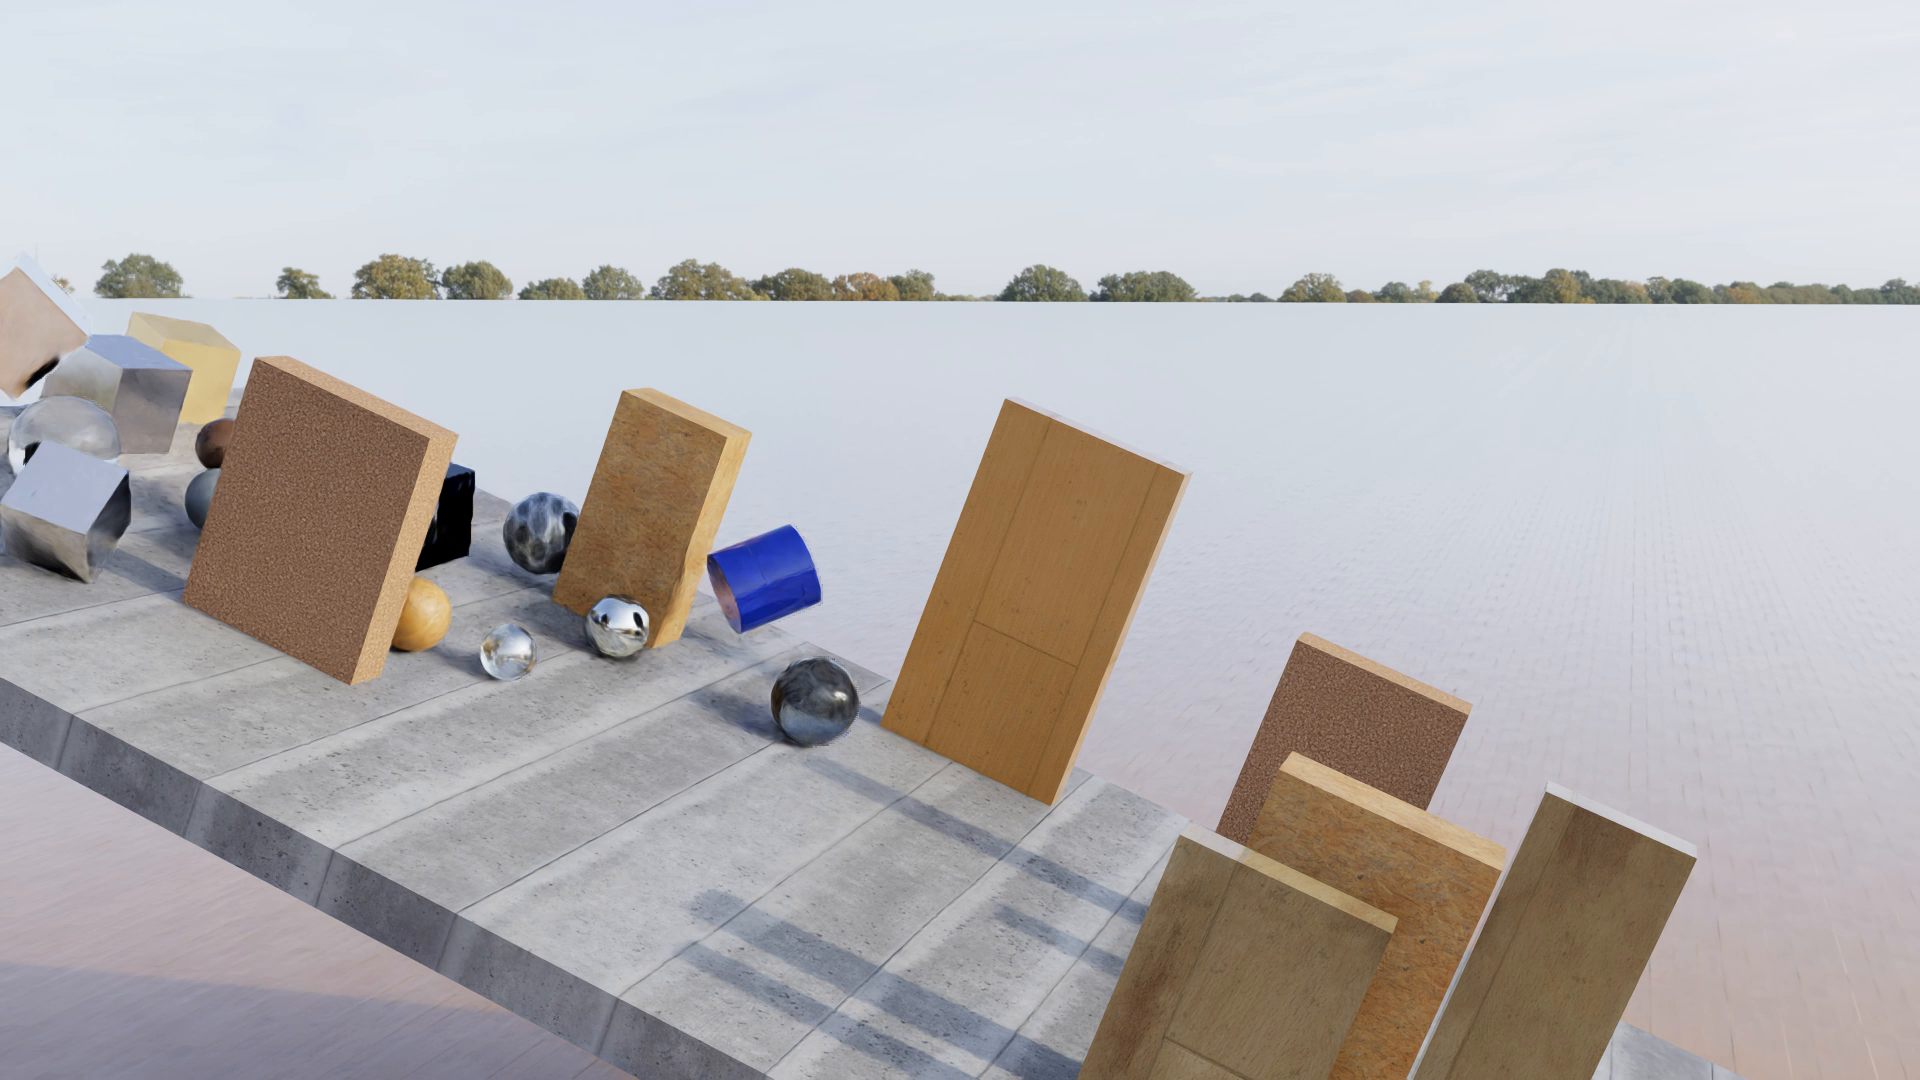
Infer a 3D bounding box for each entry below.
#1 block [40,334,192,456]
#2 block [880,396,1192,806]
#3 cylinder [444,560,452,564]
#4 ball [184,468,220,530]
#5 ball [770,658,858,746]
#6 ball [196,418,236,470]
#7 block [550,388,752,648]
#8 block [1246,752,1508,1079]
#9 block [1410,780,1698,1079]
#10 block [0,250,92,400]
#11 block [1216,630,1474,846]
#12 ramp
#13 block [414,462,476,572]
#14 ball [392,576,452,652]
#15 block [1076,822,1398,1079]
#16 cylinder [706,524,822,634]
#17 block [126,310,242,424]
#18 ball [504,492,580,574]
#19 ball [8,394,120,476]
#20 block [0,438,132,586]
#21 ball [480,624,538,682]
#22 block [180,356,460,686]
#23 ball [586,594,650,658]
[{"bbox_3d":[-1.825,-0.314,4.745,0.199,0.199,0.199,26,13,21],"label":"block"},{"bbox_3d":[0.158,0.132,4.740,0.419,0.778,0.087,24,13,13],"label":"block"},{"bbox_3d":[-1.159,-0.025,4.650,0.163,0.163,0.163,5,6,34],"label":"cylinder"},{"bbox_3d":[-1.493,-0.078,4.436,0.135,0.135,0.135,0,7,0],"label":"ball"},{"bbox_3d":[-0.300,0.332,4.533,0.181,0.181,0.181,0,7,0],"label":"ball"},{"bbox_3d":[-1.502,-0.190,4.502,0.120,0.120,0.120,0,7,0],"label":"ball"},{"bbox_3d":[-0.674,-0.050,4.805,0.261,0.498,0.141,24,13,13],"label":"block"},{"bbox_3d":[0.545,0.689,3.383,0.353,0.623,0.134,24,13,13],"label":"block"},{"bbox_3d":[1.017,0.762,3.817,0.266,0.631,0.089,24,13,13],"label":"block"},{"bbox_3d":[-1.847,-0.423,4.314,0.187,0.187,0.187,-41,25,-4],"label":"block"},{"bbox_3d":[0.687,0.539,4.201,0.342,0.639,0.107,24,13,13],"label":"block"},{"bbox_3d":[-0.314,0.561,4.199,4.000,0.100,2.000,24,13,13],"label":"ramp"},{"bbox_3d":[-1.060,-0.057,4.220,0.172,0.172,0.172,16,19,24],"label":"block"},{"bbox_3d":[-1.047,0.142,4.214,0.143,0.143,0.143,0,7,0],"label":"ball"},{"bbox_3d":[0.385,0.722,3.231,0.329,0.518,0.080,24,13,13],"label":"block"},{"bbox_3d":[-0.410,0.081,4.585,0.180,0.180,0.180,-22,14,-17],"label":"cylinder"},{"bbox_3d":[-1.824,-0.398,5.117,0.190,0.190,0.190,8,18,-46],"label":"block"},{"bbox_3d":[-0.921,-0.014,4.881,0.183,0.183,0.183,0,7,0],"label":"ball"},{"bbox_3d":[-1.749,-0.181,4.294,0.205,0.205,0.205,0,7,0],"label":"ball"},{"bbox_3d":[-1.601,-0.050,3.943,0.158,0.158,0.158,21,51,-3],"label":"block"},{"bbox_3d":[-0.873,0.218,4.254,0.109,0.109,0.109,0,7,0],"label":"ball"},{"bbox_3d":[-1.166,-0.038,3.997,0.377,0.483,0.100,24,13,13],"label":"block"},{"bbox_3d":[-0.717,0.180,4.605,0.135,0.135,0.135,0,7,0],"label":"ball"}]
